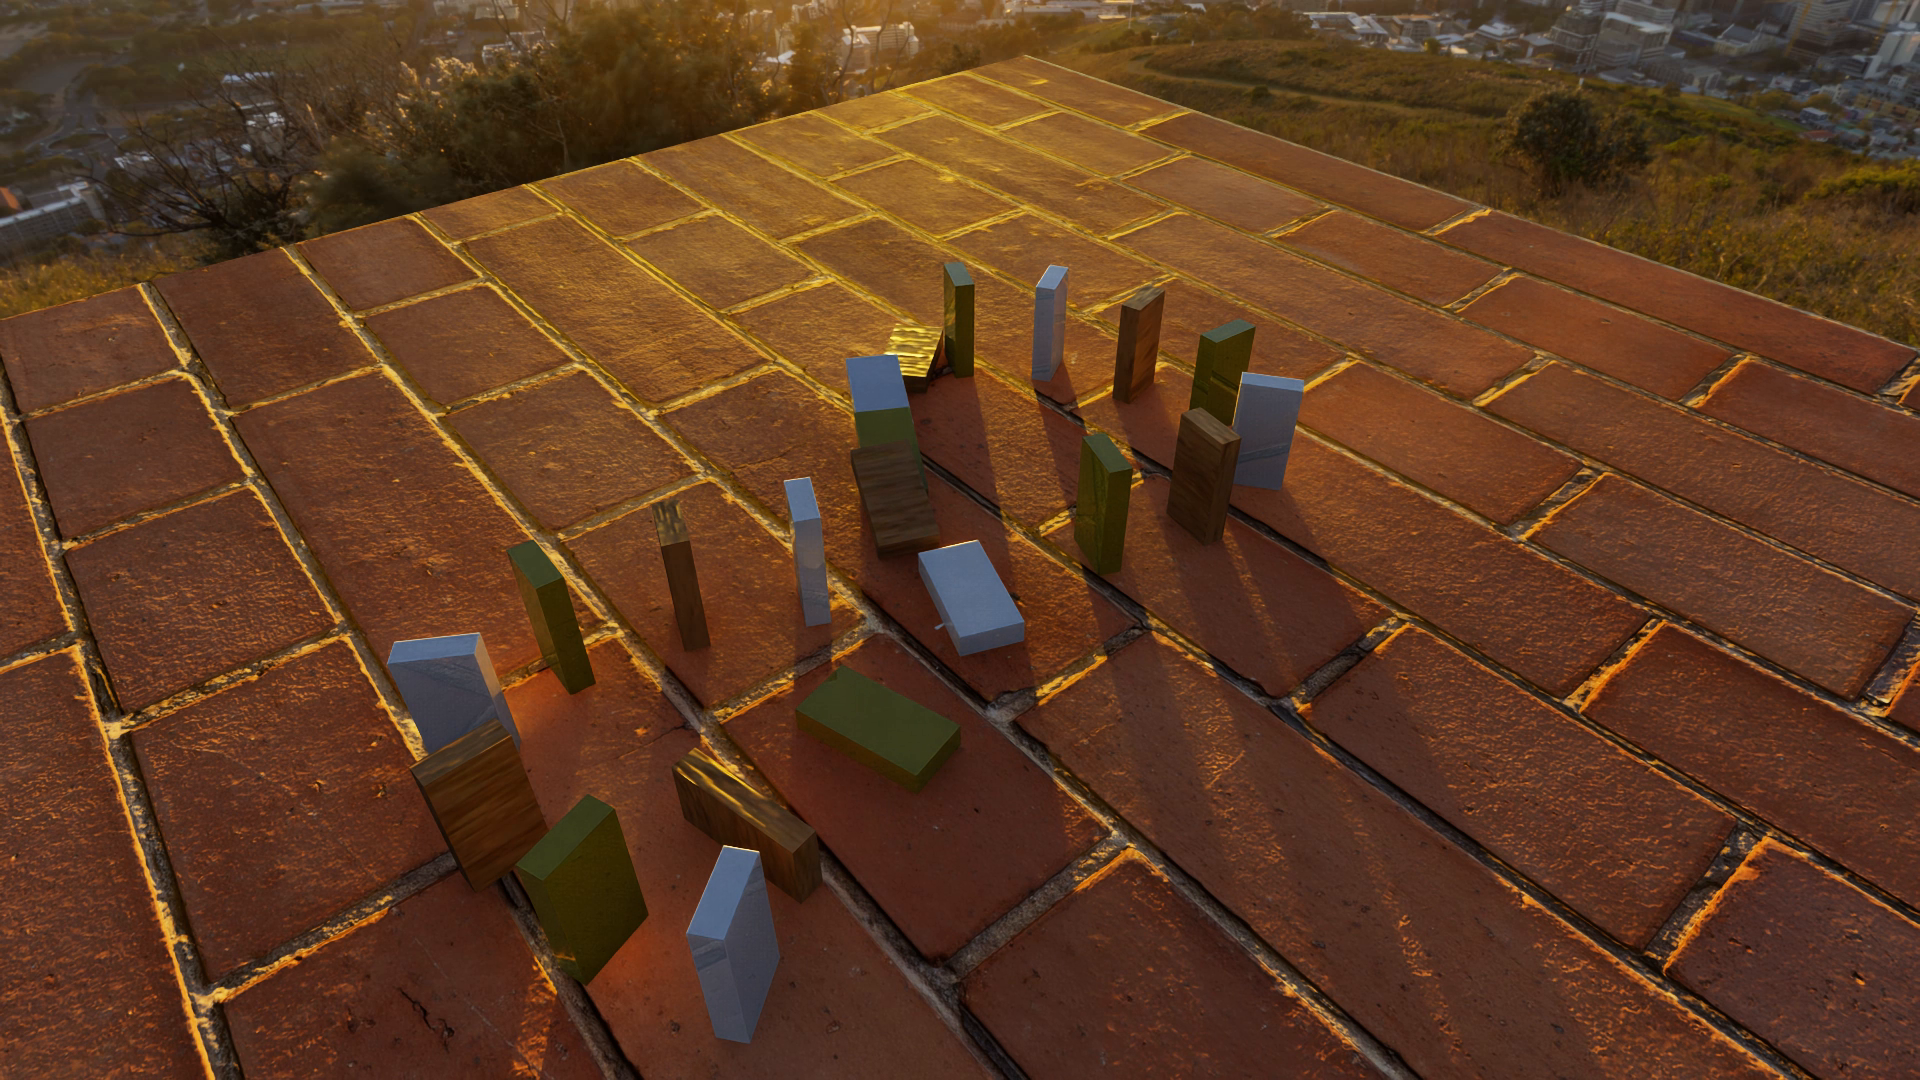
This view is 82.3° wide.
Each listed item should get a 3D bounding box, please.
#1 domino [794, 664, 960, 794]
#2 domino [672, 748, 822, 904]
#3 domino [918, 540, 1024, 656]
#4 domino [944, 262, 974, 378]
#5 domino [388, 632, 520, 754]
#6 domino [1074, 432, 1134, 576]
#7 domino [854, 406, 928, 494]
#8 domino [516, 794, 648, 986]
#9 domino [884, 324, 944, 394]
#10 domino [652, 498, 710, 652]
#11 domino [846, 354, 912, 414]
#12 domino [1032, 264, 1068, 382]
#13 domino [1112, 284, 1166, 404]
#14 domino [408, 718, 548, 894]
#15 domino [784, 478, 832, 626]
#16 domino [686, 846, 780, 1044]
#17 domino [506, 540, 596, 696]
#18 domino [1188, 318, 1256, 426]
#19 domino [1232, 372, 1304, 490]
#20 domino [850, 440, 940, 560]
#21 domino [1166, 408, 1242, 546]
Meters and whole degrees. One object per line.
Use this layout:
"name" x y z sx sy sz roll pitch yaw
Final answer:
"domino" -0.027 0.062 0.367 0.050 0.010 0.025 23 45 26
"domino" -0.064 0.085 0.328 0.050 0.025 0.009 26 46 28
"domino" 0.004 0.021 0.418 0.025 0.010 0.050 -12 41 -15
"domino" -0.001 -0.109 0.544 0.010 0.050 0.025 -8 40 -10
"domino" -0.159 0.052 0.348 0.025 0.050 0.009 -6 40 -7
"domino" 0.055 -0.014 0.428 0.009 0.050 0.025 -12 41 -14
"domino" -0.030 -0.036 0.480 0.025 0.010 0.050 -7 51 -9
"domino" -0.100 0.095 0.296 0.009 0.050 0.025 20 43 22
"domino" -0.025 -0.092 0.556 0.025 0.010 0.050 6 40 7
"domino" -0.100 0.013 0.396 0.010 0.050 0.025 -13 41 -15
"domino" -0.038 -0.066 0.516 0.025 0.010 0.050 -7 52 -9
"domino" 0.044 -0.106 0.541 0.010 0.050 0.025 12 41 15
"domino" 0.085 -0.093 0.525 0.009 0.050 0.025 24 45 27
"domino" -0.137 0.077 0.317 0.025 0.050 0.010 -32 49 -33
"domino" -0.056 0.005 0.406 0.010 0.050 0.025 -9 40 -11
"domino" -0.057 0.105 0.283 0.010 0.050 0.025 7 40 9
"domino" -0.140 0.027 0.378 0.010 0.050 0.025 -27 46 -29
"domino" 0.118 -0.073 0.501 0.025 0.050 0.009 -25 45 -27
"domino" 0.128 -0.046 0.467 0.025 0.050 0.009 10 40 12
"domino" -0.027 -0.017 0.453 0.025 0.010 0.050 -12 58 -12
"domino" 0.097 -0.025 0.442 0.010 0.050 0.025 -19 43 -22
